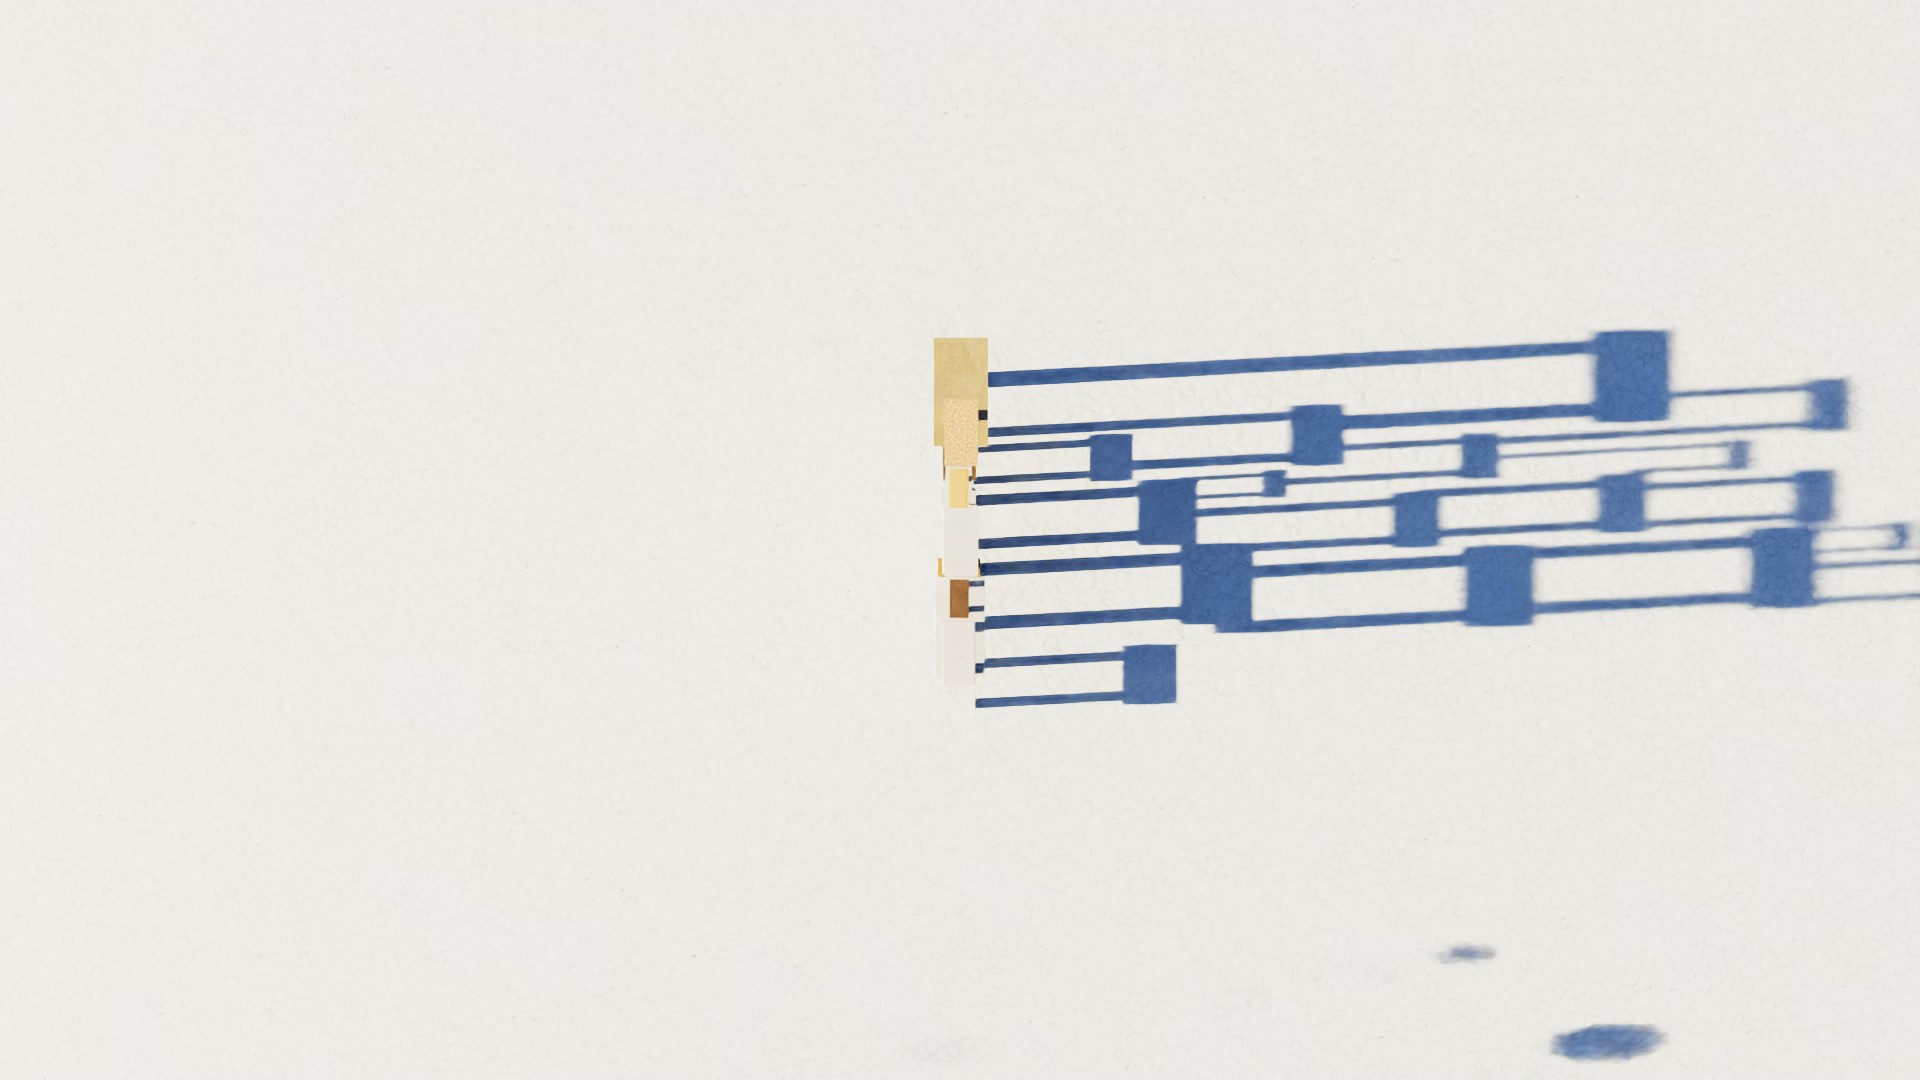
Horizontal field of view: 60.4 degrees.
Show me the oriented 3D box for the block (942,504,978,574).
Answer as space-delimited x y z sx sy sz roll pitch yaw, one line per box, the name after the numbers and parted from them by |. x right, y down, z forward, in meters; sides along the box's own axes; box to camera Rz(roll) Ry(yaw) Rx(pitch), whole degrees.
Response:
0.000 -0.003 4.764 0.101 0.029 0.202 0 90 0 | block

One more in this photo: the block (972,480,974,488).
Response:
0.004 -0.248 5.332 0.078 0.022 0.157 0 90 0 | block

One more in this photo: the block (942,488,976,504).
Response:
-0.005 -0.056 5.267 0.109 0.031 0.218 0 90 0 | block

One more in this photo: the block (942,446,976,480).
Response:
-0.002 -0.286 5.102 0.102 0.029 0.204 0 90 0 | block

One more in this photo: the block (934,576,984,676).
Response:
0.000 0.241 4.585 0.138 0.039 0.275 0 90 0 | block

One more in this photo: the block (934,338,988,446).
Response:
0.002 -0.425 4.754 0.156 0.044 0.311 0 90 0 | block

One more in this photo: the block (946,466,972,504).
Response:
-0.004 -0.188 4.921 0.078 0.022 0.156 0 90 0 | block

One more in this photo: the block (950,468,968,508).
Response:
-0.003 -0.146 4.633 0.054 0.015 0.109 0 90 0 | block

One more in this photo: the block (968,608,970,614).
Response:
-0.001 0.193 4.513 0.052 0.104 0.015 0 90 -1 | block

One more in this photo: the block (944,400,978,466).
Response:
0.003 -0.295 4.537 0.091 0.026 0.183 0 90 0 | block

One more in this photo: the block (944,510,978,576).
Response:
0.004 0.008 4.552 0.092 0.026 0.185 0 90 0 | block

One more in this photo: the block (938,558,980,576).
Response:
-0.003 0.192 5.213 0.134 0.038 0.268 0 90 0 | block

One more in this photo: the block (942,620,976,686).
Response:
-0.003 0.301 4.383 0.086 0.024 0.171 0 90 0 | block

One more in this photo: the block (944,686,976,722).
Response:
0.000 0.482 5.288 0.099 0.028 0.198 0 90 0 | block

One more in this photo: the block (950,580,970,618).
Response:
-0.002 0.159 4.454 0.052 0.015 0.104 1 90 -1 | block
